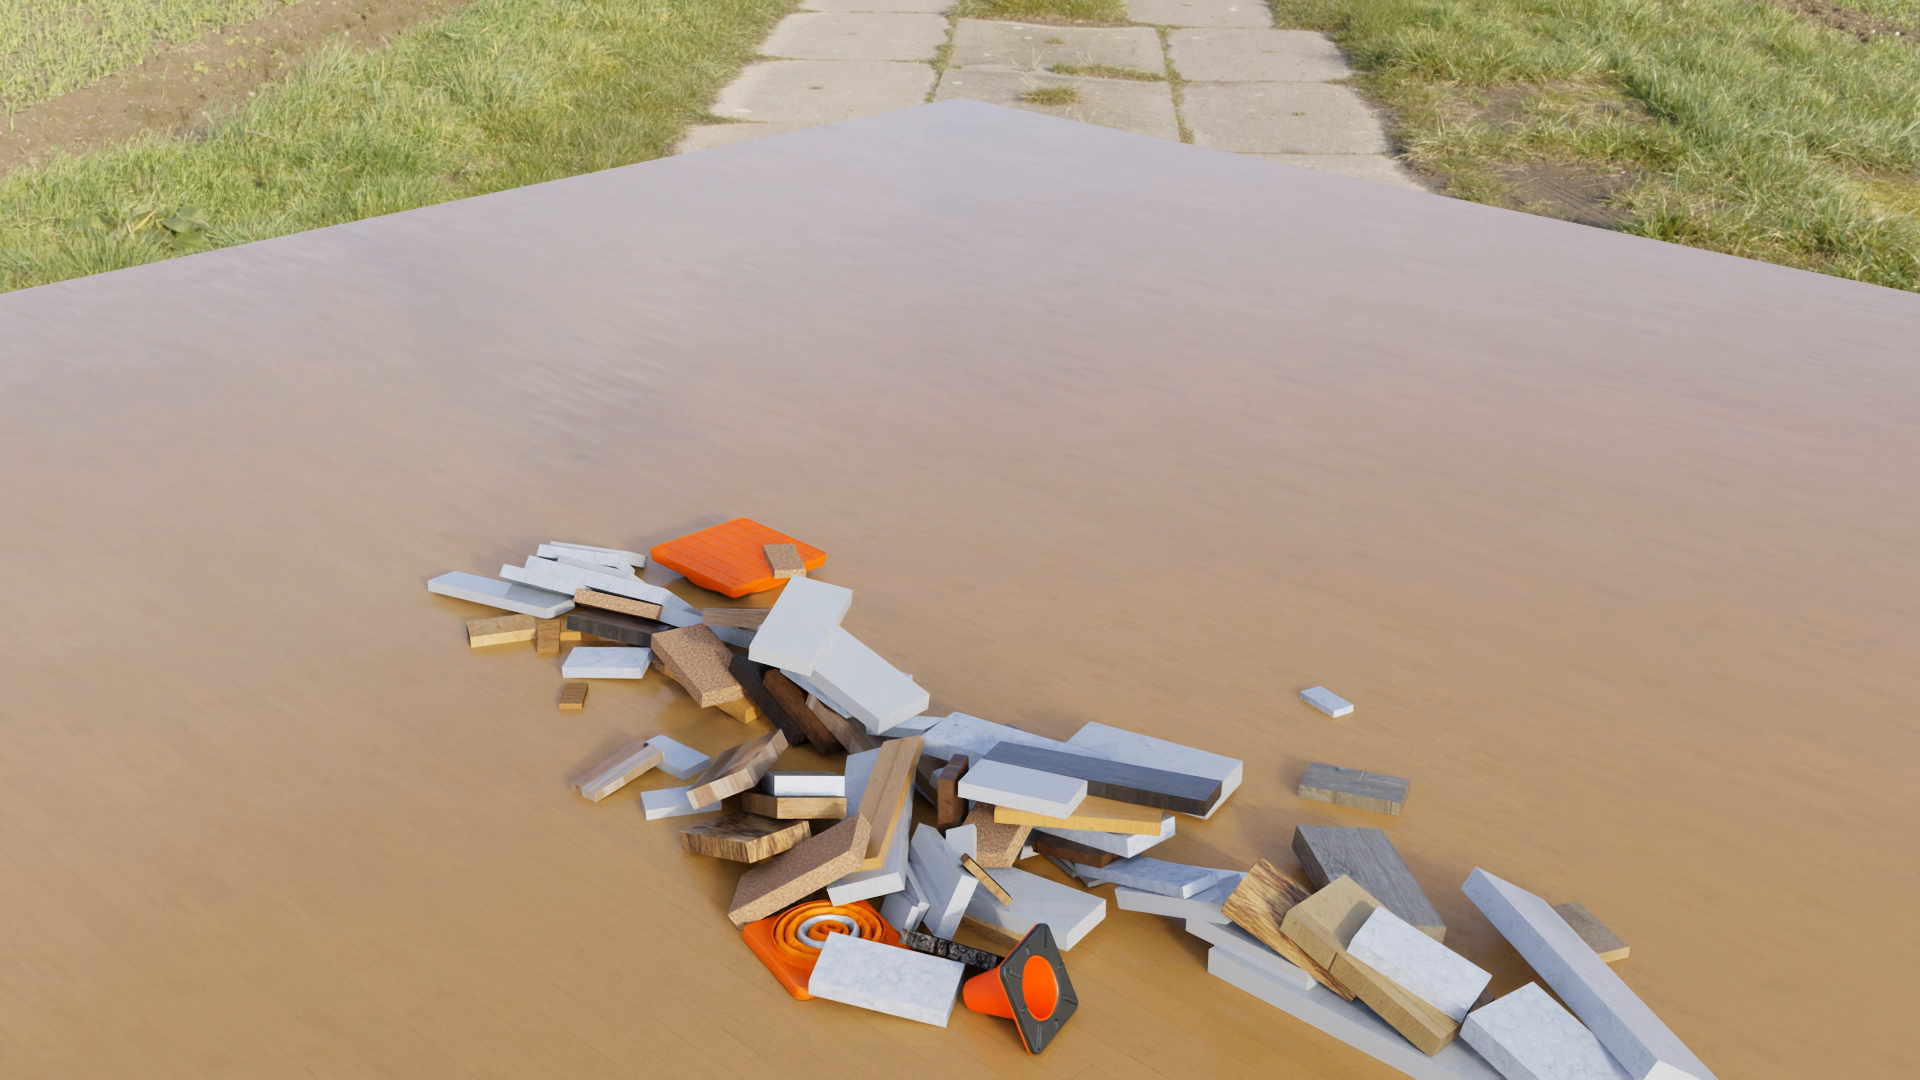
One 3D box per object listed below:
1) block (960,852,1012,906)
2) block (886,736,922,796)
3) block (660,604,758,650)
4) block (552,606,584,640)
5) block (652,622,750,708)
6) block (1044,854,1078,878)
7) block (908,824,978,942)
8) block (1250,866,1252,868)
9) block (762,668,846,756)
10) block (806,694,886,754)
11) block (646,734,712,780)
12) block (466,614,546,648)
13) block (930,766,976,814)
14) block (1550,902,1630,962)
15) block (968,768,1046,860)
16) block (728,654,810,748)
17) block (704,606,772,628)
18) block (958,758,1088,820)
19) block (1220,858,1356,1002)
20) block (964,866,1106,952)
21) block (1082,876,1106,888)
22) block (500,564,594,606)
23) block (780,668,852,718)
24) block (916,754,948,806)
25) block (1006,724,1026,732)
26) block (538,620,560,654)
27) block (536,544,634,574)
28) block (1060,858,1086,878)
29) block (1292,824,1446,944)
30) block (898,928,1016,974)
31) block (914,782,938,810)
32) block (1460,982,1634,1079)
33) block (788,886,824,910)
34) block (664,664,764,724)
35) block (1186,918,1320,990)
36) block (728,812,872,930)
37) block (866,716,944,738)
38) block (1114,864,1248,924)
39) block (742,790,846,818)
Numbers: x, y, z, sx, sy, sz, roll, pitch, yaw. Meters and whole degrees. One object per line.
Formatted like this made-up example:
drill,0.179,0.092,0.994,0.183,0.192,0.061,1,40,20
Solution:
block,0.048,0.617,4.002,0.016,0.112,0.056,-46,8,-3
block,-0.094,0.467,4.565,0.077,0.022,0.155,-3,40,-23
block,-0.552,0.208,5.148,0.275,0.039,0.138,15,2,30
block,-0.940,0.200,5.264,0.072,0.020,0.144,-2,23,-5
block,-0.572,0.277,4.901,0.132,0.037,0.264,-12,34,-30
block,0.212,0.623,4.276,0.048,0.014,0.095,-14,27,-30
block,-0.047,0.631,4.076,0.035,0.124,0.248,21,7,-24
block,0.599,0.660,4.040,0.023,0.081,0.163,-35,31,-7
block,-0.307,0.360,4.729,0.122,0.035,0.244,-11,44,-39
block,-0.207,0.397,4.664,0.122,0.035,0.244,-12,45,-40
block,-0.609,0.459,4.651,0.157,0.022,0.078,19,29,37
block,-1.074,0.212,5.228,0.186,0.026,0.093,-7,24,-17
block,0.058,0.527,4.391,0.117,0.033,0.233,-18,46,-37
block,1.144,0.721,4.033,0.081,0.023,0.162,-8,24,-19
block,0.110,0.528,4.350,0.117,0.033,0.233,-11,42,-30
block,-0.377,0.338,4.790,0.132,0.037,0.264,-12,44,-39
block,-0.429,0.175,4.963,0.283,0.040,0.142,0,0,39
block,0.119,0.471,4.170,0.220,0.031,0.110,9,22,21
block,0.602,0.678,3.836,0.268,0.038,0.134,34,40,15
block,0.119,0.670,4.063,0.269,0.038,0.135,15,27,31
block,0.244,0.628,4.232,0.048,0.014,0.095,-11,37,-25
block,-0.994,0.115,5.360,0.234,0.033,0.117,12,-15,27
block,-0.264,0.304,4.698,0.122,0.035,0.244,-11,28,-38
block,-0.017,0.490,4.475,0.117,0.033,0.233,-16,45,-35
block,0.167,0.464,4.535,0.208,0.104,0.029,21,30,40
block,-0.966,0.226,5.171,0.050,0.014,0.100,-2,40,-6
block,-0.936,0.057,5.502,0.219,0.031,0.109,7,-19,17
block,0.223,0.610,4.230,0.048,0.014,0.095,-17,41,-32
block,0.764,0.649,4.135,0.176,0.050,0.352,4,22,-12
block,-0.005,0.735,3.929,0.190,0.027,0.095,12,-10,25
block,-0.048,0.498,4.500,0.077,0.022,0.155,-19,47,-37
block,0.989,0.865,3.553,0.167,0.047,0.334,-15,41,-35
block,-0.298,0.651,4.198,0.077,0.022,0.154,6,24,13
block,-0.523,0.315,4.919,0.264,0.037,0.132,28,35,33
block,0.551,0.707,3.926,0.268,0.038,0.134,21,31,40
block,-0.296,0.614,4.080,0.275,0.039,0.138,-29,17,16
block,-0.112,0.389,4.595,0.155,0.022,0.077,1,15,36
block,0.425,0.641,3.999,0.134,0.038,0.268,-21,12,-39
block,-0.329,0.519,4.318,0.136,0.039,0.273,2,-4,-20
